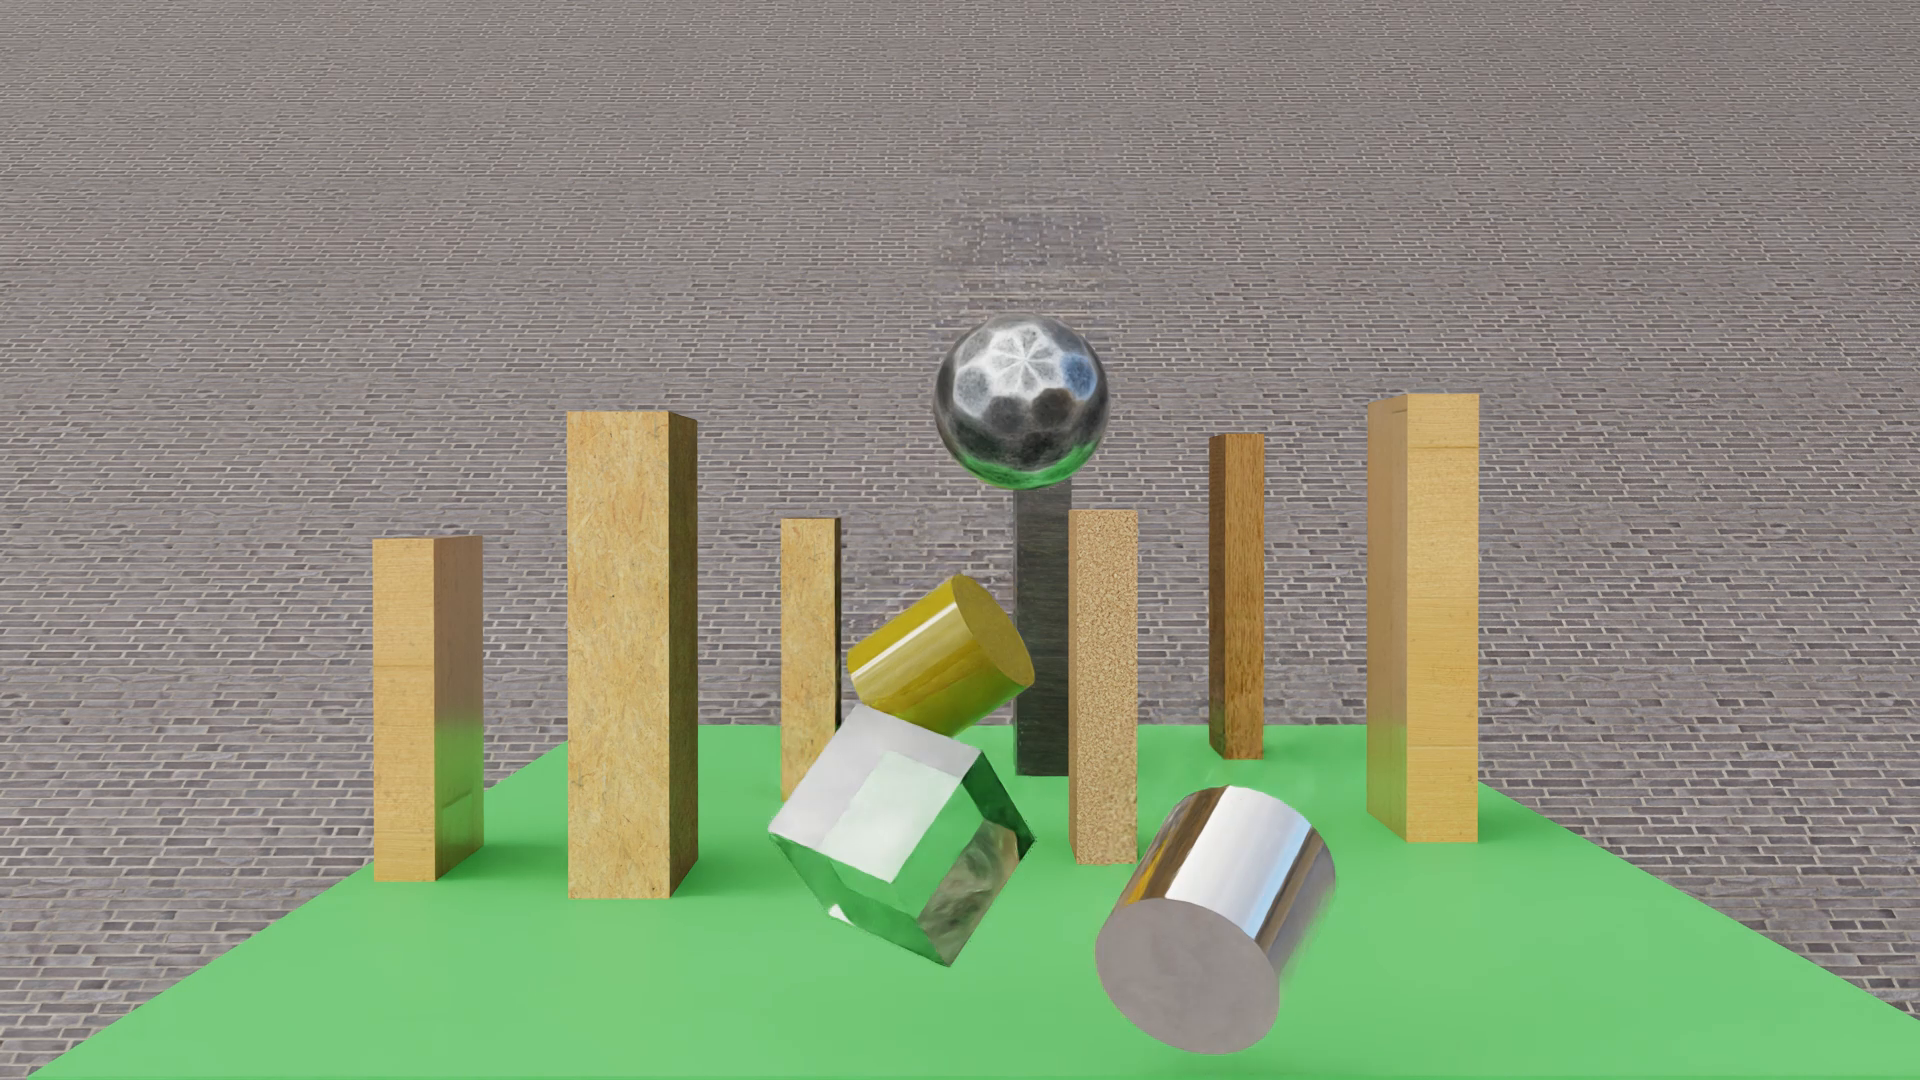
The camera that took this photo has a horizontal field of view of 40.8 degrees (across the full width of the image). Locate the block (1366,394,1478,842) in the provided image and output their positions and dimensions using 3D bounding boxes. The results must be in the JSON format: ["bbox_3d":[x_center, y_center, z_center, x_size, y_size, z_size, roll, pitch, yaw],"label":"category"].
[{"bbox_3d":[0.811,0.128,4.550,0.119,0.754,0.425,0,1,0],"label":"block"}]

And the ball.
[{"bbox_3d":[0.061,-0.137,2.553,0.176,0.176,0.176,0,27,0],"label":"ball"}]

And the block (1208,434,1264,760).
[{"bbox_3d":[0.628,0.123,5.883,0.086,0.721,0.366,0,1,0],"label":"block"}]

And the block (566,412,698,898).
[{"bbox_3d":[-0.494,0.163,3.940,0.146,0.705,0.415,0,1,0],"label":"block"}]

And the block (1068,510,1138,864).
[{"bbox_3d":[0.232,0.231,4.231,0.096,0.560,0.304,0,1,0],"label":"block"}]

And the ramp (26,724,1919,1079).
[{"bbox_3d":[0.062,0.555,4.592,2.000,0.100,4.000,0,1,0],"label":"ramp"}]

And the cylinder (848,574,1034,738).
[{"bbox_3d":[-0.022,0.144,2.954,0.153,0.153,0.153,-35,22,17],"label":"cylinder"}]

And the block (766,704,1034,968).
[{"bbox_3d":[-0.063,0.325,2.852,0.179,0.179,0.179,18,61,36],"label":"block"}]

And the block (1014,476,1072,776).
[{"bbox_3d":[0.174,0.176,5.515,0.115,0.626,0.294,0,1,0],"label":"block"}]

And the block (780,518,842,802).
[{"bbox_3d":[-0.290,0.227,5.059,0.102,0.540,0.276,0,1,0],"label":"block"}]

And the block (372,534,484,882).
[{"bbox_3d":[-0.841,0.254,4.105,0.092,0.519,0.405,0,1,0],"label":"block"}]

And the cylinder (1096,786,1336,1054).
[{"bbox_3d":[0.256,0.377,2.569,0.189,0.189,0.189,11,34,21],"label":"cylinder"}]
